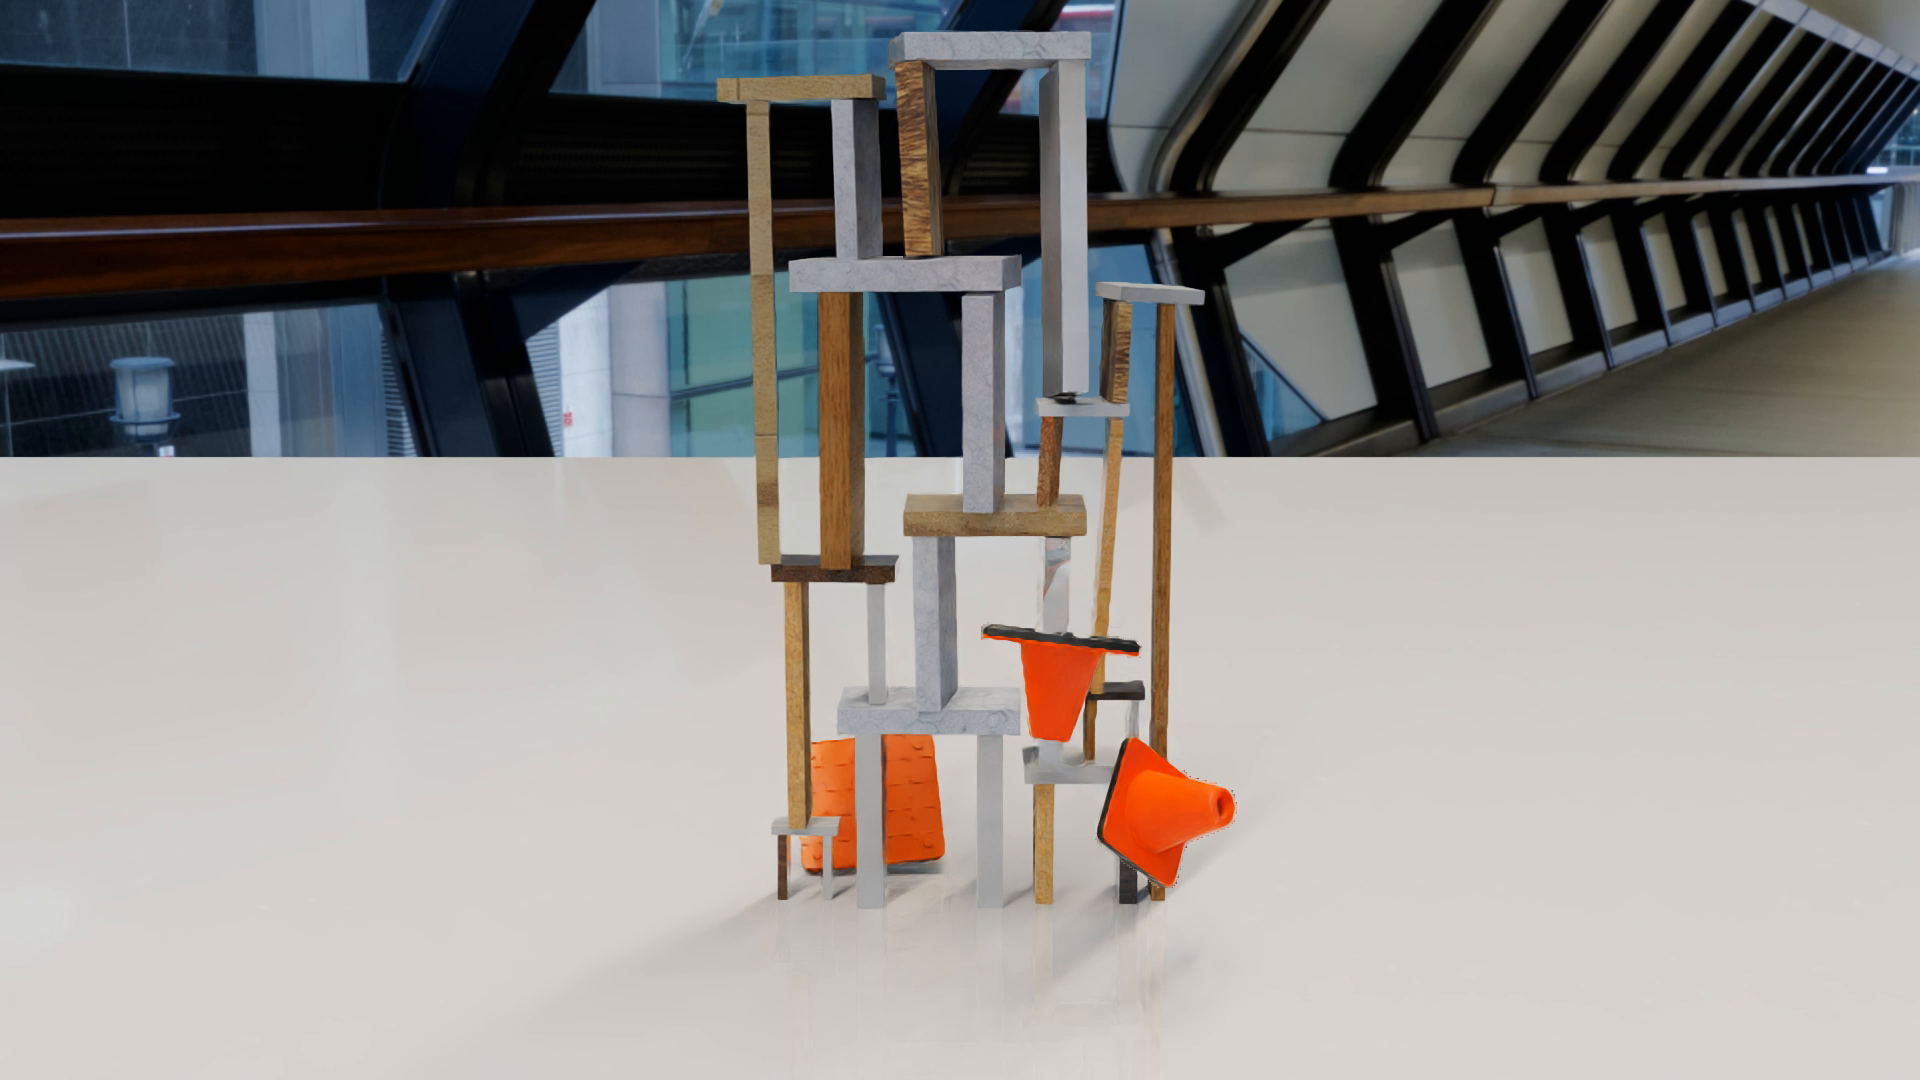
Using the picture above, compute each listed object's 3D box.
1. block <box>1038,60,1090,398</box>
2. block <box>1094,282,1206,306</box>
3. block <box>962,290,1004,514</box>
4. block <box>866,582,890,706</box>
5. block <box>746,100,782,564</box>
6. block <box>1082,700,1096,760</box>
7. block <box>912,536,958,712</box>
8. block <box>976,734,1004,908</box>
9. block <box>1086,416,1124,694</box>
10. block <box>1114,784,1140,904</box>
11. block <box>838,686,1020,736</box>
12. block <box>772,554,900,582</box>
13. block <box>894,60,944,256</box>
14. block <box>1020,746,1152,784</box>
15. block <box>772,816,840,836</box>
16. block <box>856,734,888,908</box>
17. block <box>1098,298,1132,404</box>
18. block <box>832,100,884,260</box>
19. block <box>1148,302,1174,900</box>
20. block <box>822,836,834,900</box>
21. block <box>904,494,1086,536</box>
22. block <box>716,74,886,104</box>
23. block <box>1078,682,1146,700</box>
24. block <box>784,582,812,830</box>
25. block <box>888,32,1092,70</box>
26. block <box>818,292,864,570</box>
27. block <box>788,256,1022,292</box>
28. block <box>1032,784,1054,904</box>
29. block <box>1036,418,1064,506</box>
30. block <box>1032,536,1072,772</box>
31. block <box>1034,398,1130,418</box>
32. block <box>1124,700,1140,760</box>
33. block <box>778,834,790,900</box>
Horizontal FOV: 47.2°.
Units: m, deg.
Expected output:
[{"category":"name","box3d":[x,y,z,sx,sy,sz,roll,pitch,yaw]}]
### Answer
[{"category":"block","box3d":[0.164,-0.486,3.483,0.042,0.516,0.148,0,-1,-10]},{"category":"block","box3d":[0.299,-0.389,3.467,0.157,0.022,0.078,-1,12,-29]},{"category":"block","box3d":[0.038,-0.224,3.481,0.048,0.338,0.169,1,12,7]},{"category":"block","box3d":[-0.133,0.160,3.590,0.028,0.199,0.099,0,11,1]},{"category":"block","box3d":[-0.314,-0.331,3.533,0.035,0.731,0.123,-1,8,-3]},{"category":"block","box3d":[0.213,0.304,3.607,0.015,0.104,0.052,0,15,-2]},{"category":"block","box3d":[-0.039,0.120,3.561,0.041,0.286,0.143,1,11,11]},{"category":"block","box3d":[0.049,0.444,3.645,0.042,0.295,0.148,0,11,0]},{"category":"block","box3d":[0.232,0.022,3.528,0.020,0.451,0.072,3,15,-2]},{"category":"block","box3d":[0.276,0.487,3.650,0.029,0.208,0.104,0,11,-1]},{"category":"block","box3d":[-0.048,0.279,3.610,0.295,0.042,0.148,0,11,1]},{"category":"block","box3d":[-0.201,0.046,3.577,0.199,0.028,0.099,0,9,3]},{"category":"block","box3d":[-0.063,-0.595,3.451,0.042,0.295,0.148,-2,7,7]},{"category":"block","box3d":[0.207,0.370,3.623,0.208,0.029,0.104,0,13,-2]},{"category":"block","box3d":[-0.255,0.474,3.646,0.110,0.016,0.055,0,9,2]},{"category":"block","box3d":[-0.146,0.445,3.644,0.042,0.295,0.148,0,11,1]},{"category":"block","box3d":[0.244,-0.298,3.457,0.022,0.157,0.078,-1,15,-14]},{"category":"block","box3d":[-0.161,-0.569,3.469,0.035,0.246,0.123,2,11,17]},{"category":"block","box3d":[0.327,0.105,3.584,0.022,0.985,0.078,0,11,0]},{"category":"block","box3d":[-0.219,0.536,3.656,0.016,0.110,0.055,1,10,0]},{"category":"block","box3d":[0.056,-0.040,3.521,0.286,0.041,0.143,0,12,1]},{"category":"block","box3d":[-0.249,-0.711,3.468,0.246,0.035,0.123,0,9,8]},{"category":"block","box3d":[0.248,0.246,3.592,0.104,0.015,0.052,0,15,-2]},{"category":"block","box3d":[-0.266,0.263,3.617,0.028,0.411,0.099,0,9,3]},{"category":"block","box3d":[0.044,-0.769,3.457,0.295,0.042,0.148,-3,7,-12]},{"category":"block","box3d":[-0.189,-0.183,3.535,0.048,0.437,0.169,1,9,5]},{"category":"block","box3d":[-0.084,-0.421,3.474,0.338,0.048,0.169,1,9,12]},{"category":"block","box3d":[0.138,0.486,3.647,0.029,0.208,0.104,0,13,0]},{"category":"block","box3d":[0.144,-0.131,3.504,0.020,0.144,0.072,6,13,13]},{"category":"block","box3d":[0.148,0.169,3.568,0.041,0.386,0.143,1,13,-2]},{"category":"block","box3d":[0.193,-0.210,3.478,0.144,0.020,0.072,-1,12,-3]},{"category":"block","box3d":[0.283,0.303,3.610,0.015,0.104,0.052,0,15,-3]},{"category":"block","box3d":[-0.293,0.536,3.657,0.016,0.110,0.055,1,10,1]}]
